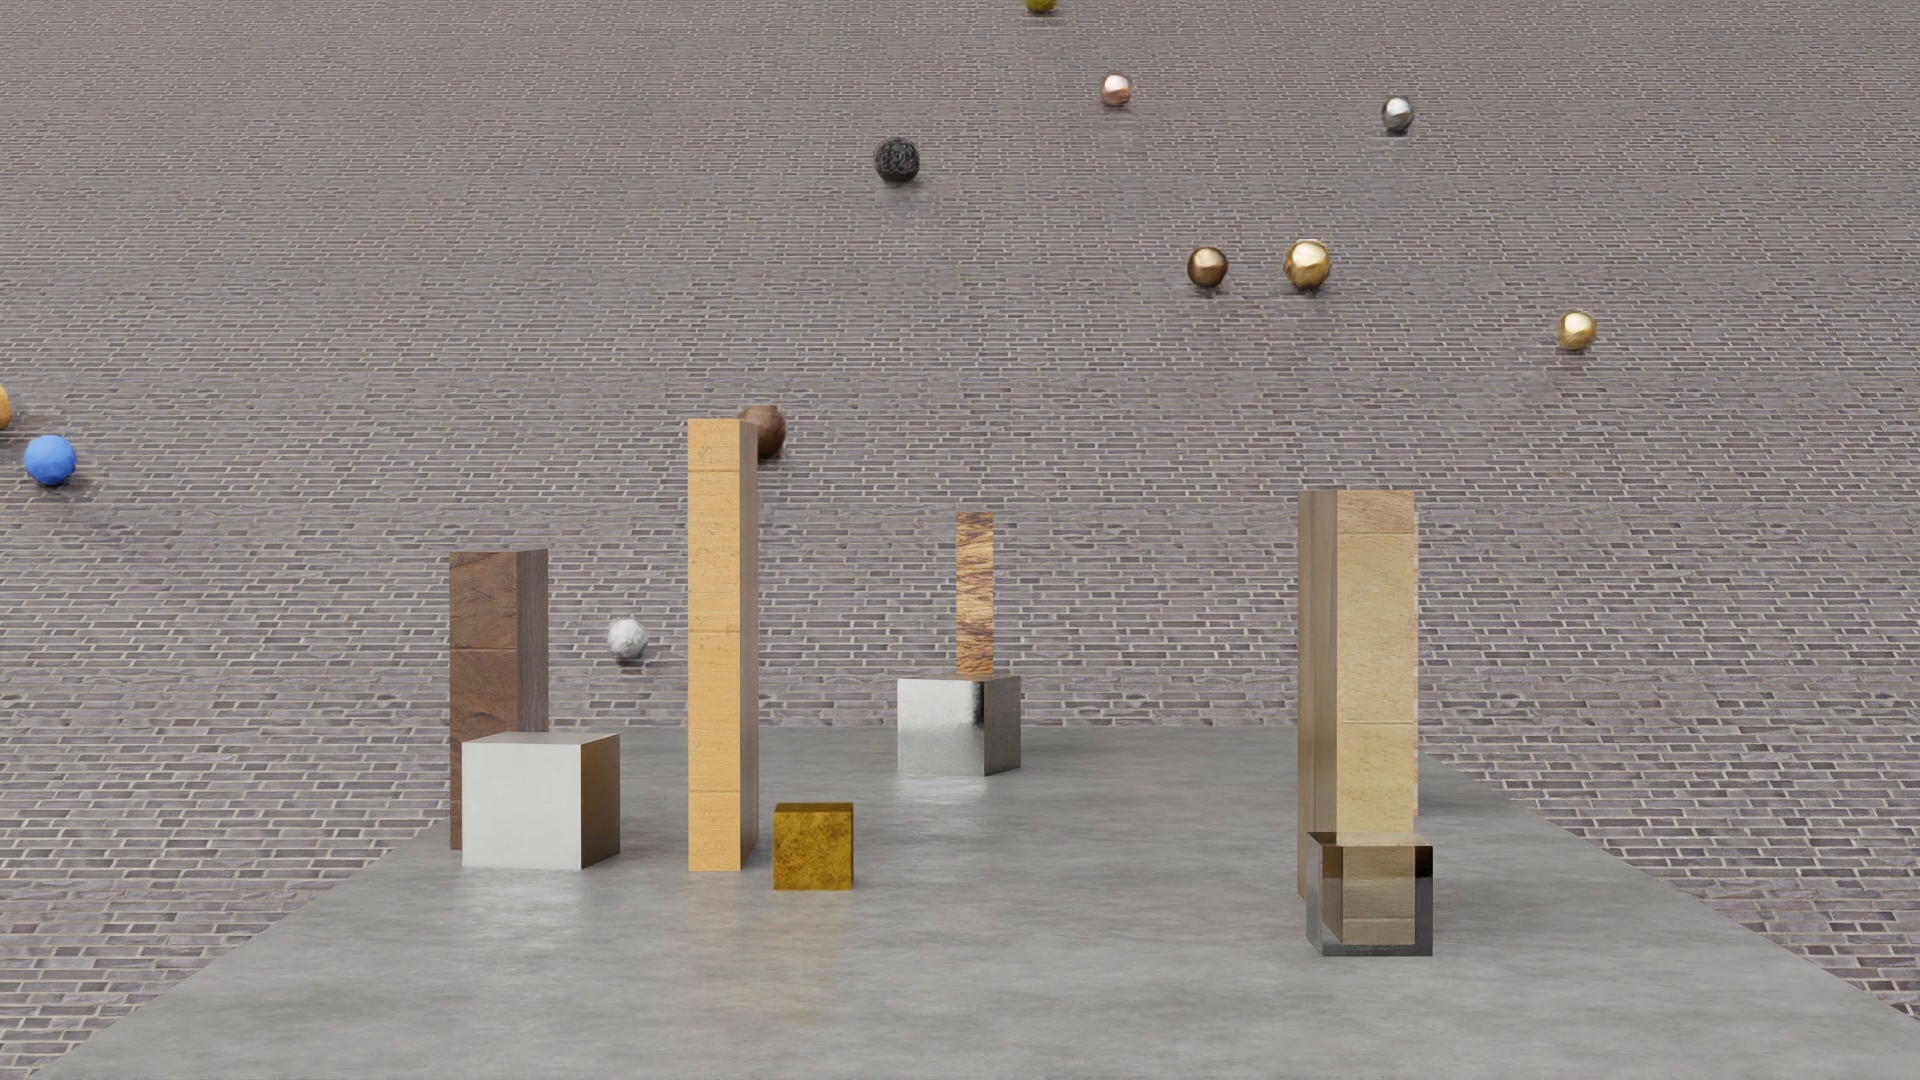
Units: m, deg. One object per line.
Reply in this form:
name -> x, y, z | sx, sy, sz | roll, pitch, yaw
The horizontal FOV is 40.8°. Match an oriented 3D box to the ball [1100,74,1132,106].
ball -> 0.685, -1.981, 11.373 | 0.144, 0.144, 0.144 | 0, 27, 0

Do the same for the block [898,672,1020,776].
block -> -0.001, 0.393, 5.521 | 0.200, 0.200, 0.200 | 0, 1, 24

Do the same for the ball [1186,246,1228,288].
ball -> 0.907, -1.002, 9.477 | 0.150, 0.150, 0.150 | 0, 27, 0

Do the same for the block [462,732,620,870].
block -> -0.672, 0.416, 4.155 | 0.196, 0.196, 0.196 | 0, 1, 11

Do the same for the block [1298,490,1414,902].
block -> 0.548, 0.227, 3.604 | 0.101, 0.592, 0.392 | 0, 1, 0

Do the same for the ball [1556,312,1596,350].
ball -> 2.138, -0.727, 8.964 | 0.133, 0.133, 0.133 | 0, 27, 0

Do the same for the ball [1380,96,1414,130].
ball -> 1.878, -1.828, 11.077 | 0.145, 0.145, 0.145 | 0, 27, 0

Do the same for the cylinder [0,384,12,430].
cylinder -> -3.190, -0.421, 8.300 | 0.191, 0.191, 0.191 | 21, 33, 35

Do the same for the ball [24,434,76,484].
ball -> -2.825, -0.249, 8.019 | 0.155, 0.155, 0.155 | 0, 27, 0

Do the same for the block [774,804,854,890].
block -> -0.220, 0.461, 3.891 | 0.115, 0.115, 0.115 | 0, 1, -1

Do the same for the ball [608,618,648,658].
ball -> -0.910, 0.270, 7.066 | 0.109, 0.109, 0.109 | 0, 27, 0

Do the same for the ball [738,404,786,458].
ball -> -0.634, -0.346, 8.191 | 0.169, 0.169, 0.169 | 0, 27, 0

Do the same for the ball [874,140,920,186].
ball -> -0.253, -1.528, 10.457 | 0.185, 0.185, 0.185 | 0, 27, 0

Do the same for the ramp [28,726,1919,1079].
ramp -> 0.062, 0.557, 4.595 | 2.000, 0.100, 4.000 | 0, 1, 0

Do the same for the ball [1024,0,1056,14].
ball -> 0.395, -2.673, 12.681 | 0.170, 0.170, 0.170 | 0, 27, 0

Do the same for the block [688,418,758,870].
block -> -0.384, 0.161, 4.215 | 0.081, 0.705, 0.378 | 0, 1, 0

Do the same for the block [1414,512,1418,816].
block -> 0.761, 0.223, 4.925 | 0.147, 0.556, 0.435 | 0, 1, 0

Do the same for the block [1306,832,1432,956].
block -> 0.528, 0.457, 3.341 | 0.140, 0.140, 0.140 | 0, 1, -1

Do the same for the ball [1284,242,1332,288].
ball -> 1.274, -1.009, 9.467 | 0.173, 0.173, 0.173 | 0, 27, 0

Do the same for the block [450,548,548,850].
block -> -0.788, 0.264, 4.433 | 0.111, 0.493, 0.332 | 0, 1, 0

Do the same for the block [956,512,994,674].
block -> 0.033, 0.210, 5.975 | 0.083, 0.551, 0.338 | 0, 1, 0
